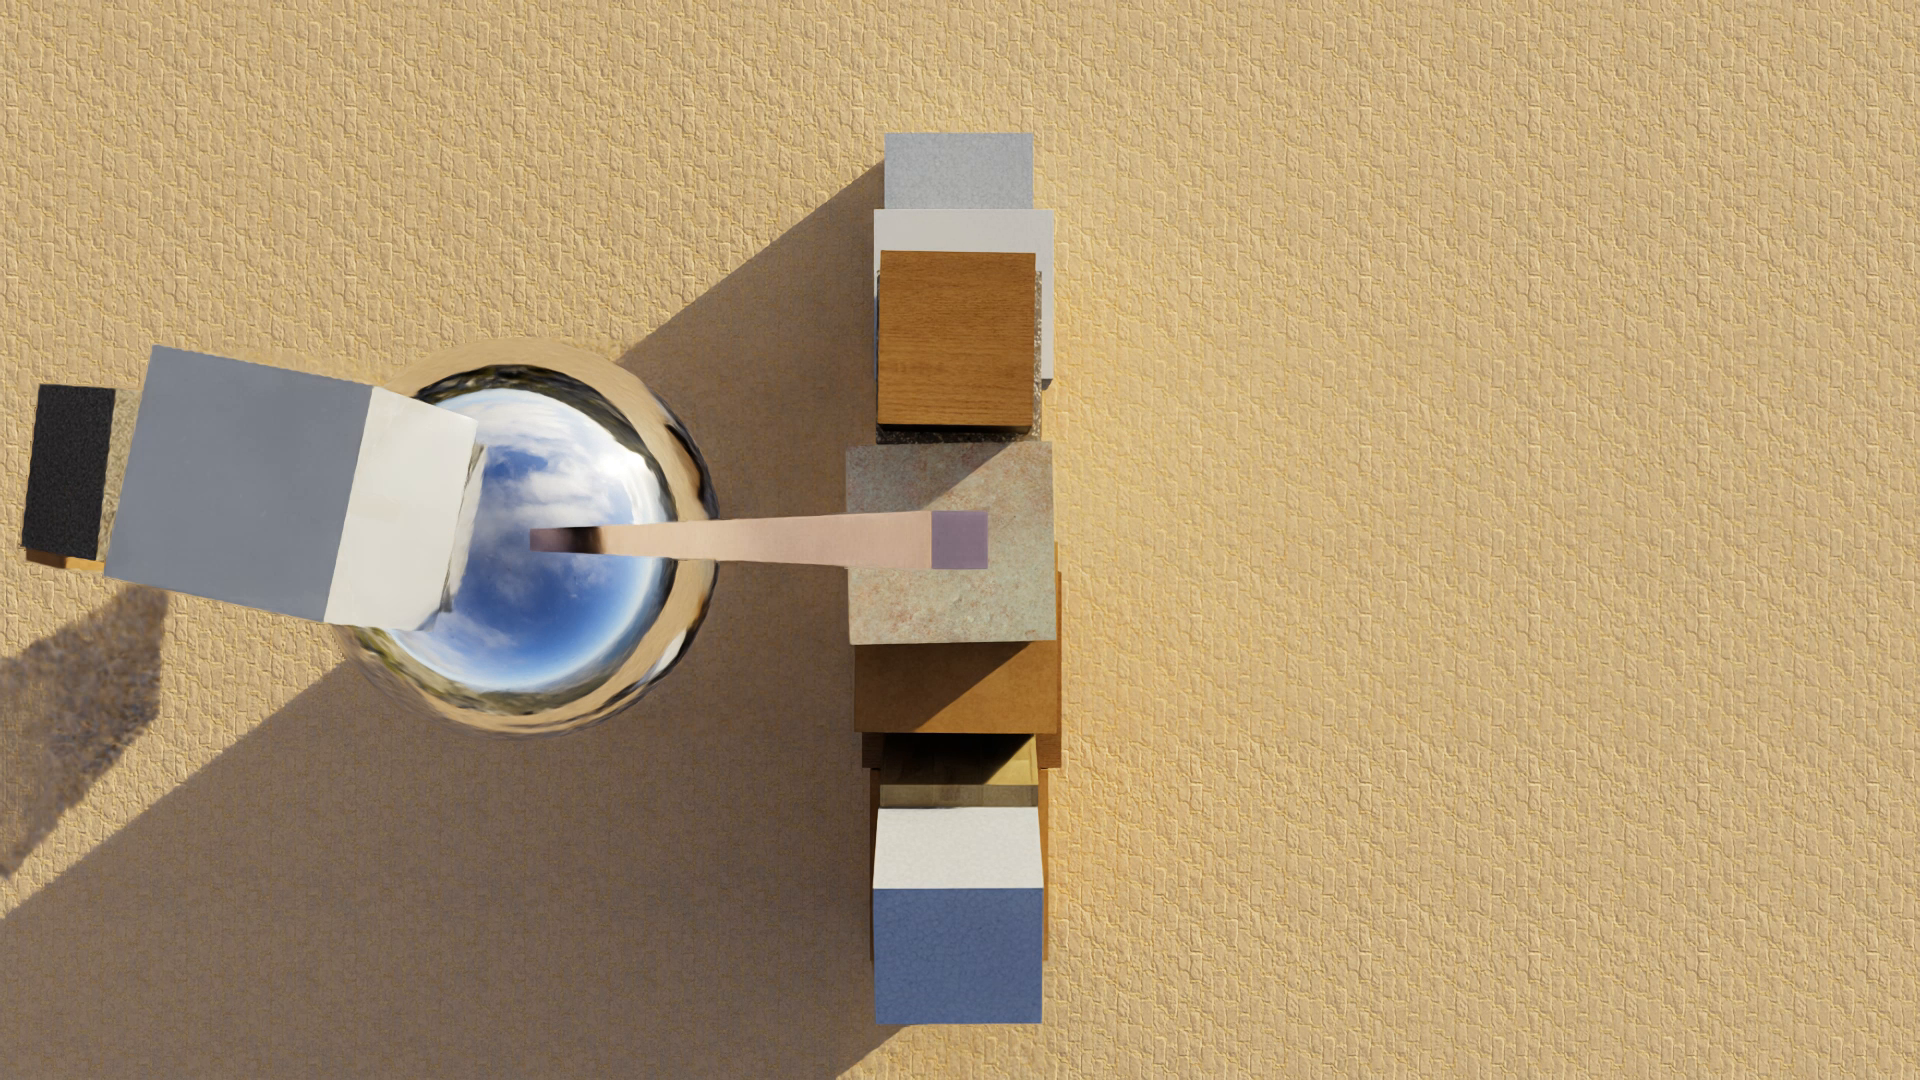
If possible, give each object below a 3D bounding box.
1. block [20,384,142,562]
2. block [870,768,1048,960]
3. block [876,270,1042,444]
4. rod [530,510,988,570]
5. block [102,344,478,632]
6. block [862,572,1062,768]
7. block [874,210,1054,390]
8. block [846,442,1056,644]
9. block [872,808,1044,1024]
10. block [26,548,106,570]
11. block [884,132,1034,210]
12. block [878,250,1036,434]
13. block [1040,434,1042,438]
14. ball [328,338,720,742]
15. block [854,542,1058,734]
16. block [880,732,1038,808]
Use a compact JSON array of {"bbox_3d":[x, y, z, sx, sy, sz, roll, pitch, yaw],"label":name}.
[{"bbox_3d":[-3.269,-0.248,8.800,0.616,0.718,0.660,7,89,-45],"label":"block"},{"bbox_3d":[-0.005,1.760,12.449,0.965,1.102,1.032,0,90,0],"label":"block"},{"bbox_3d":[-0.005,-0.865,10.839,0.781,0.848,0.821,0,90,0],"label":"block"},{"bbox_3d":[-0.758,0.000,5.474,0.080,5.200,0.080,0,90,-17],"label":"rod"},{"bbox_3d":[-2.277,-0.157,7.581,0.797,0.859,0.781,11,88,11],"label":"block"},{"bbox_3d":[0.010,0.705,12.466,1.082,1.068,1.062,0,90,0],"label":"block"},{"bbox_3d":[0.019,-1.260,11.710,0.919,0.893,0.866,0,90,0],"label":"block"},{"bbox_3d":[-0.041,0.013,10.425,0.933,0.996,0.899,-1,90,0],"label":"block"},{"bbox_3d":[-0.008,1.840,10.838,0.802,0.805,0.748,0,111,0],"label":"block"},{"bbox_3d":[-3.722,-0.208,9.904,0.728,0.705,0.676,4,90,-34],"label":"block"},{"bbox_3d":[-0.006,-1.903,12.649,0.832,0.702,0.749,0,90,0],"label":"block"},{"bbox_3d":[-0.015,-0.892,10.062,0.686,0.706,0.765,1,90,0],"label":"block"},{"bbox_3d":[0.007,-1.046,12.578,0.895,0.843,0.945,0,90,0],"label":"block"},{"bbox_3d":[-1.749,0.000,8.726,1.600,1.600,1.600,0,90,0],"label":"ball"},{"bbox_3d":[-0.019,0.480,11.428,1.006,1.009,0.956,0,90,0],"label":"block"},{"bbox_3d":[-0.003,1.462,11.469,0.796,0.641,0.732,0,111,0],"label":"block"}]
